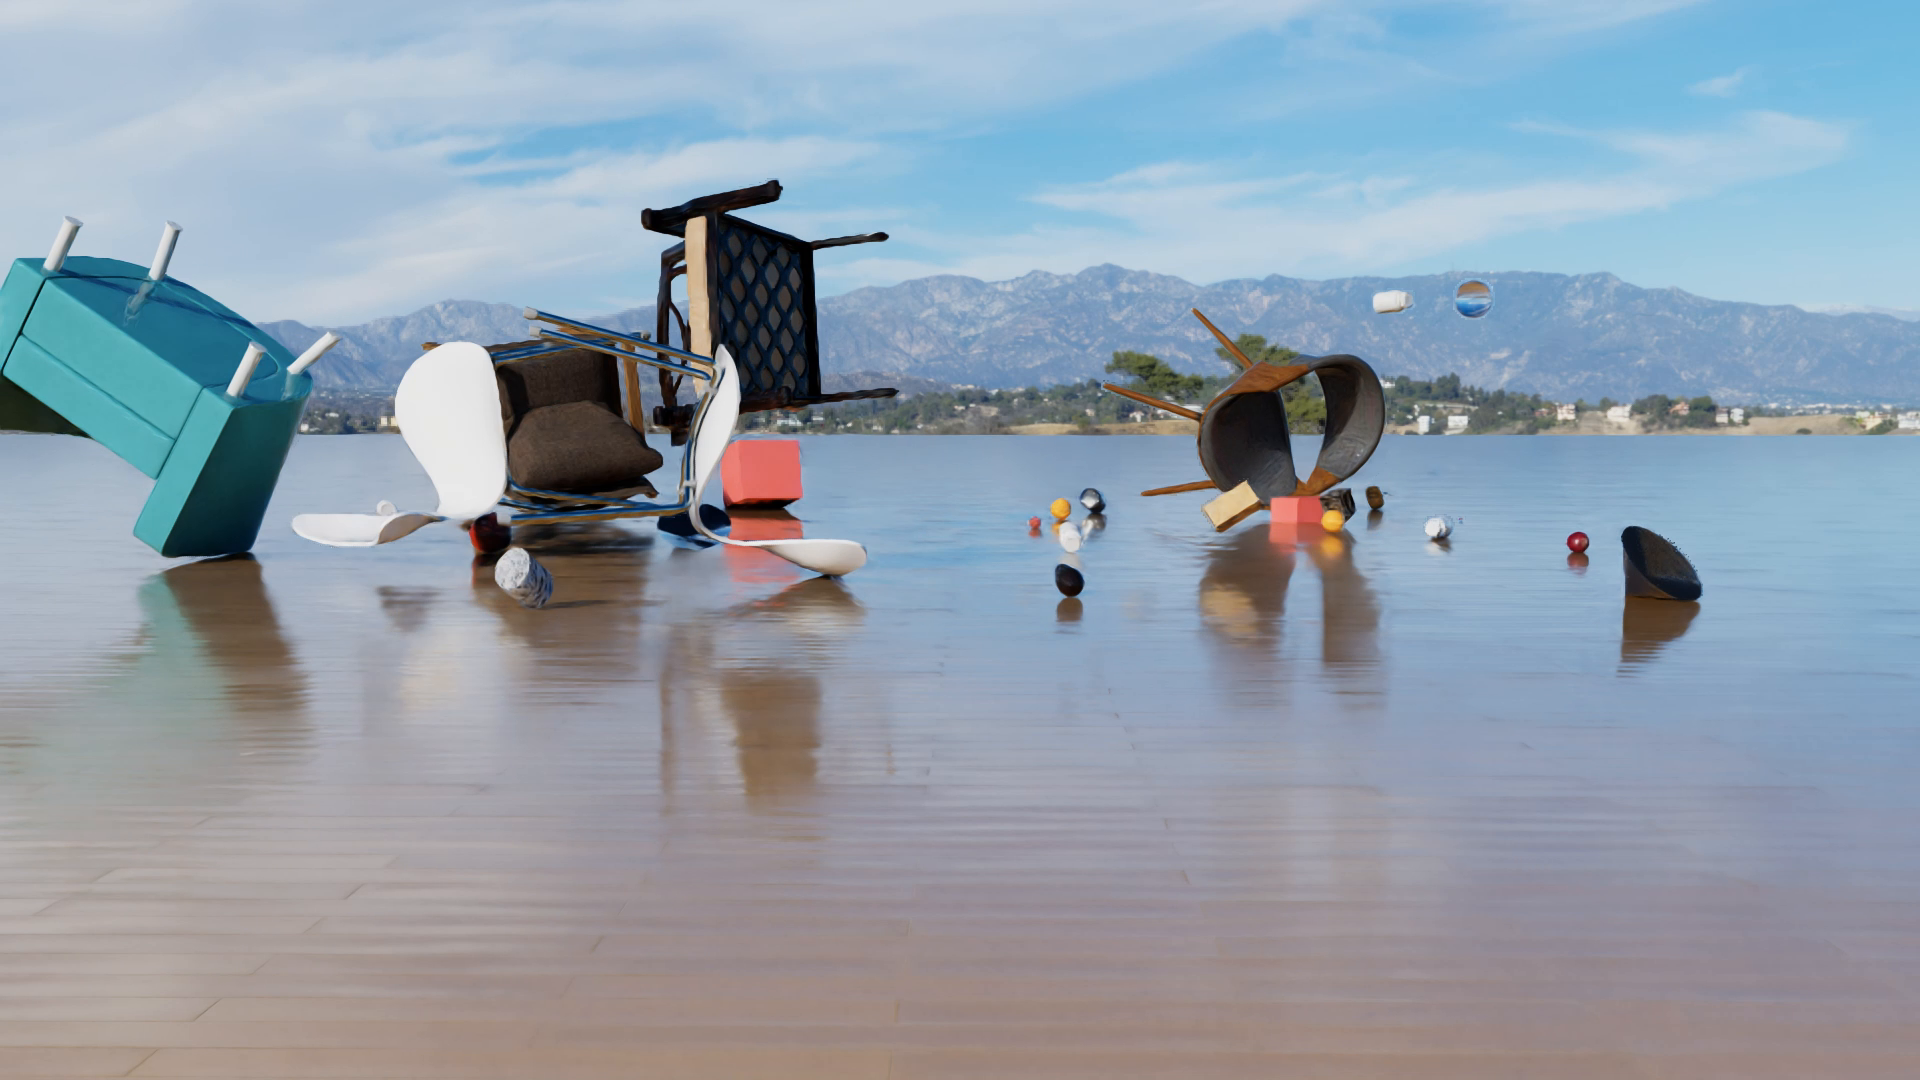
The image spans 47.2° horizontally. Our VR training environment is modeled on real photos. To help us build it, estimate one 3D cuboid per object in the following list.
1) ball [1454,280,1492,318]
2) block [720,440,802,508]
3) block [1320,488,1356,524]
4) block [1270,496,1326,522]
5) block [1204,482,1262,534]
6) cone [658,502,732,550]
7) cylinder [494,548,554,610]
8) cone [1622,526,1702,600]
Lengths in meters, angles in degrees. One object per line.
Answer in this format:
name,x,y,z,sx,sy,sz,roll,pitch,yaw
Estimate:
ball,1.784,-0.837,7.641,0.131,0.131,0.131,0,4,0
block,-0.743,-0.245,8.210,0.235,0.220,0.212,-2,-8,-26
block,1.247,-0.113,7.251,0.075,0.086,0.079,-4,22,40
block,1.177,-0.105,7.486,0.207,0.081,0.130,-3,5,-37
block,0.732,-0.087,5.904,0.135,0.068,0.058,-32,-25,3
cone,-0.777,-0.014,6.276,0.212,0.135,0.214,-2,-13,-18
cylinder,-0.886,0.079,4.469,0.083,0.101,0.087,-27,-39,10
cone,1.473,0.086,4.738,0.211,0.120,0.172,40,42,4
